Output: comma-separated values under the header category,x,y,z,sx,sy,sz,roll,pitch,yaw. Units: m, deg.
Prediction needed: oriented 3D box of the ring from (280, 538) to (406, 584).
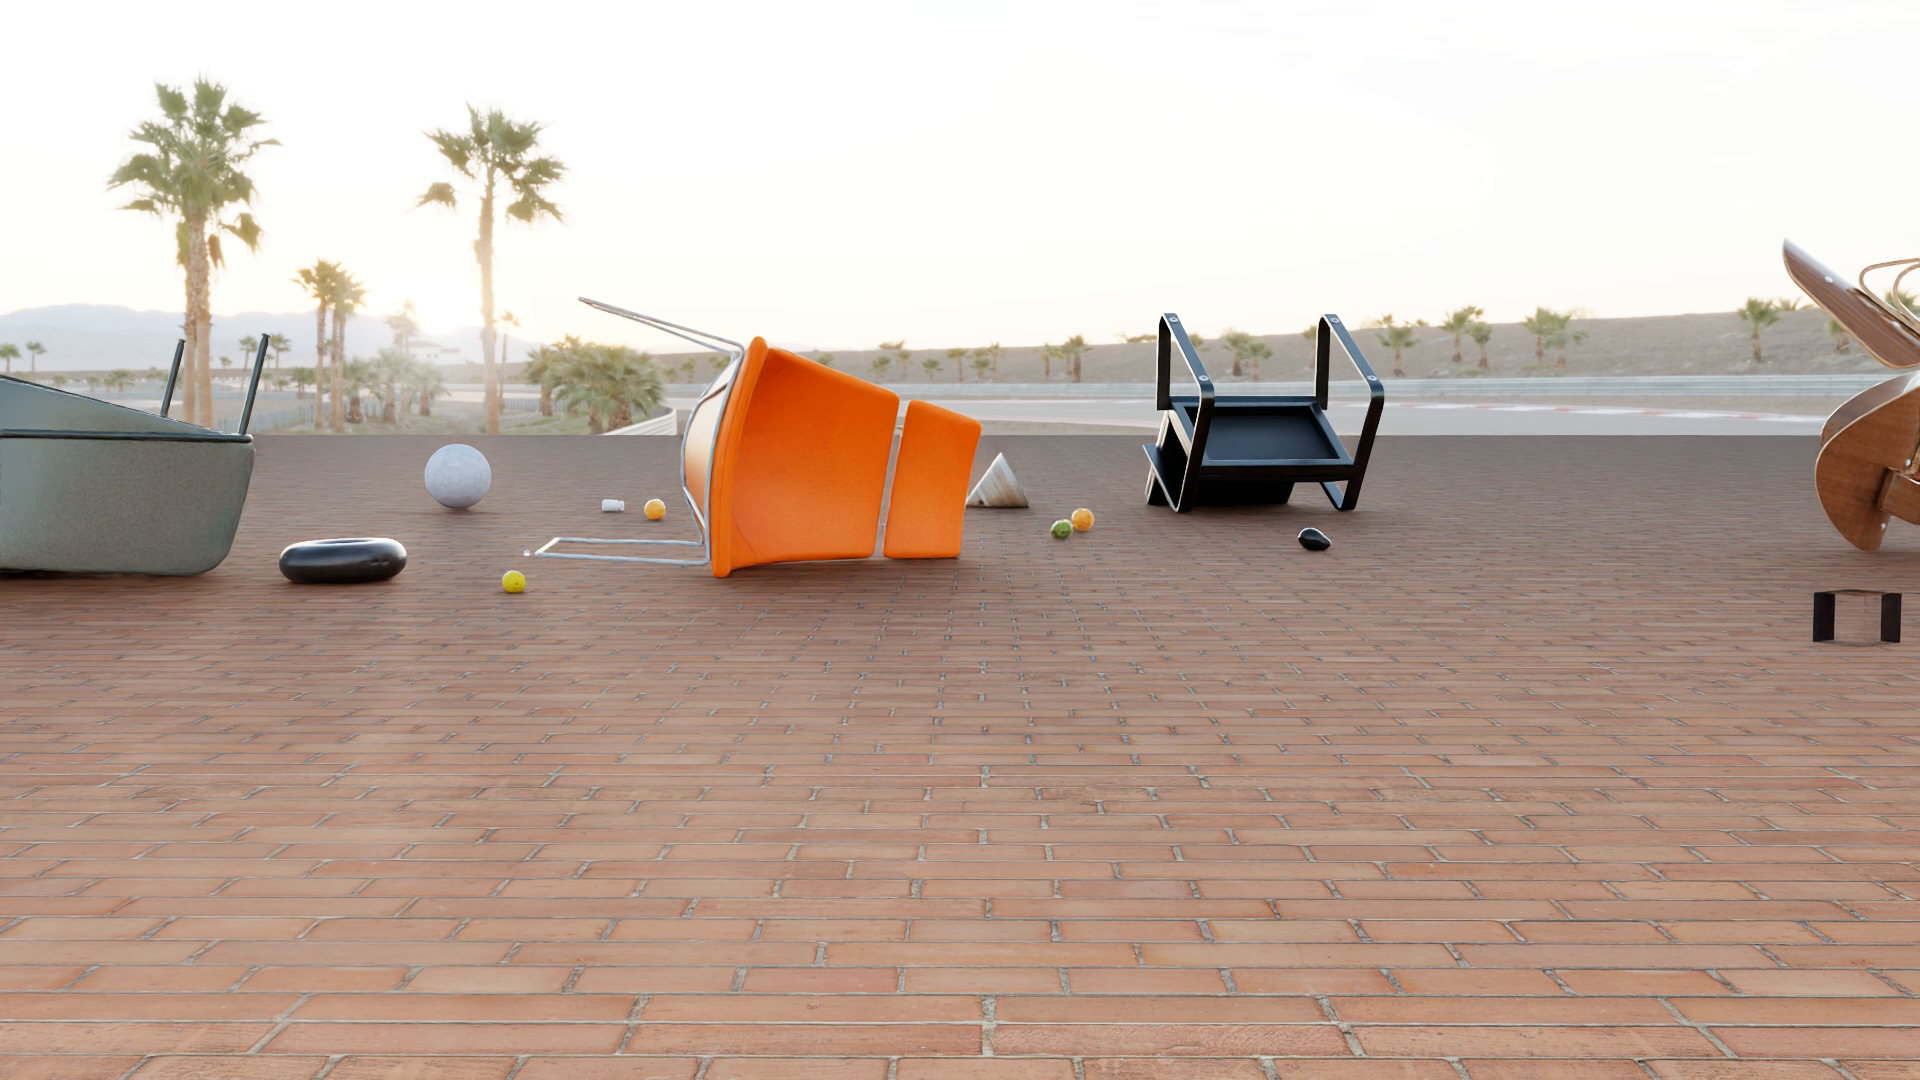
category,x,y,z,sx,sy,sz,roll,pitch,yaw
ring,-1.452,0.049,5.181,0.268,0.091,0.306,1,5,36

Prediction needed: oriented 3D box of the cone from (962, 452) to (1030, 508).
category,x,y,z,sx,sy,sz,roll,pitch,yaw
cone,0.107,-0.177,8.354,0.229,0.254,0.208,-27,-38,0

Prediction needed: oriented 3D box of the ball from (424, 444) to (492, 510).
category,x,y,z,sx,sy,sz,roll,pitch,yaw
ball,-1.878,-0.238,8.229,0.245,0.245,0.245,0,4,0

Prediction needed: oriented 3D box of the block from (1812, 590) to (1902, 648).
category,x,y,z,sx,sy,sz,roll,pitch,yaw
block,1.589,0.137,3.894,0.114,0.089,0.097,-3,5,-35
